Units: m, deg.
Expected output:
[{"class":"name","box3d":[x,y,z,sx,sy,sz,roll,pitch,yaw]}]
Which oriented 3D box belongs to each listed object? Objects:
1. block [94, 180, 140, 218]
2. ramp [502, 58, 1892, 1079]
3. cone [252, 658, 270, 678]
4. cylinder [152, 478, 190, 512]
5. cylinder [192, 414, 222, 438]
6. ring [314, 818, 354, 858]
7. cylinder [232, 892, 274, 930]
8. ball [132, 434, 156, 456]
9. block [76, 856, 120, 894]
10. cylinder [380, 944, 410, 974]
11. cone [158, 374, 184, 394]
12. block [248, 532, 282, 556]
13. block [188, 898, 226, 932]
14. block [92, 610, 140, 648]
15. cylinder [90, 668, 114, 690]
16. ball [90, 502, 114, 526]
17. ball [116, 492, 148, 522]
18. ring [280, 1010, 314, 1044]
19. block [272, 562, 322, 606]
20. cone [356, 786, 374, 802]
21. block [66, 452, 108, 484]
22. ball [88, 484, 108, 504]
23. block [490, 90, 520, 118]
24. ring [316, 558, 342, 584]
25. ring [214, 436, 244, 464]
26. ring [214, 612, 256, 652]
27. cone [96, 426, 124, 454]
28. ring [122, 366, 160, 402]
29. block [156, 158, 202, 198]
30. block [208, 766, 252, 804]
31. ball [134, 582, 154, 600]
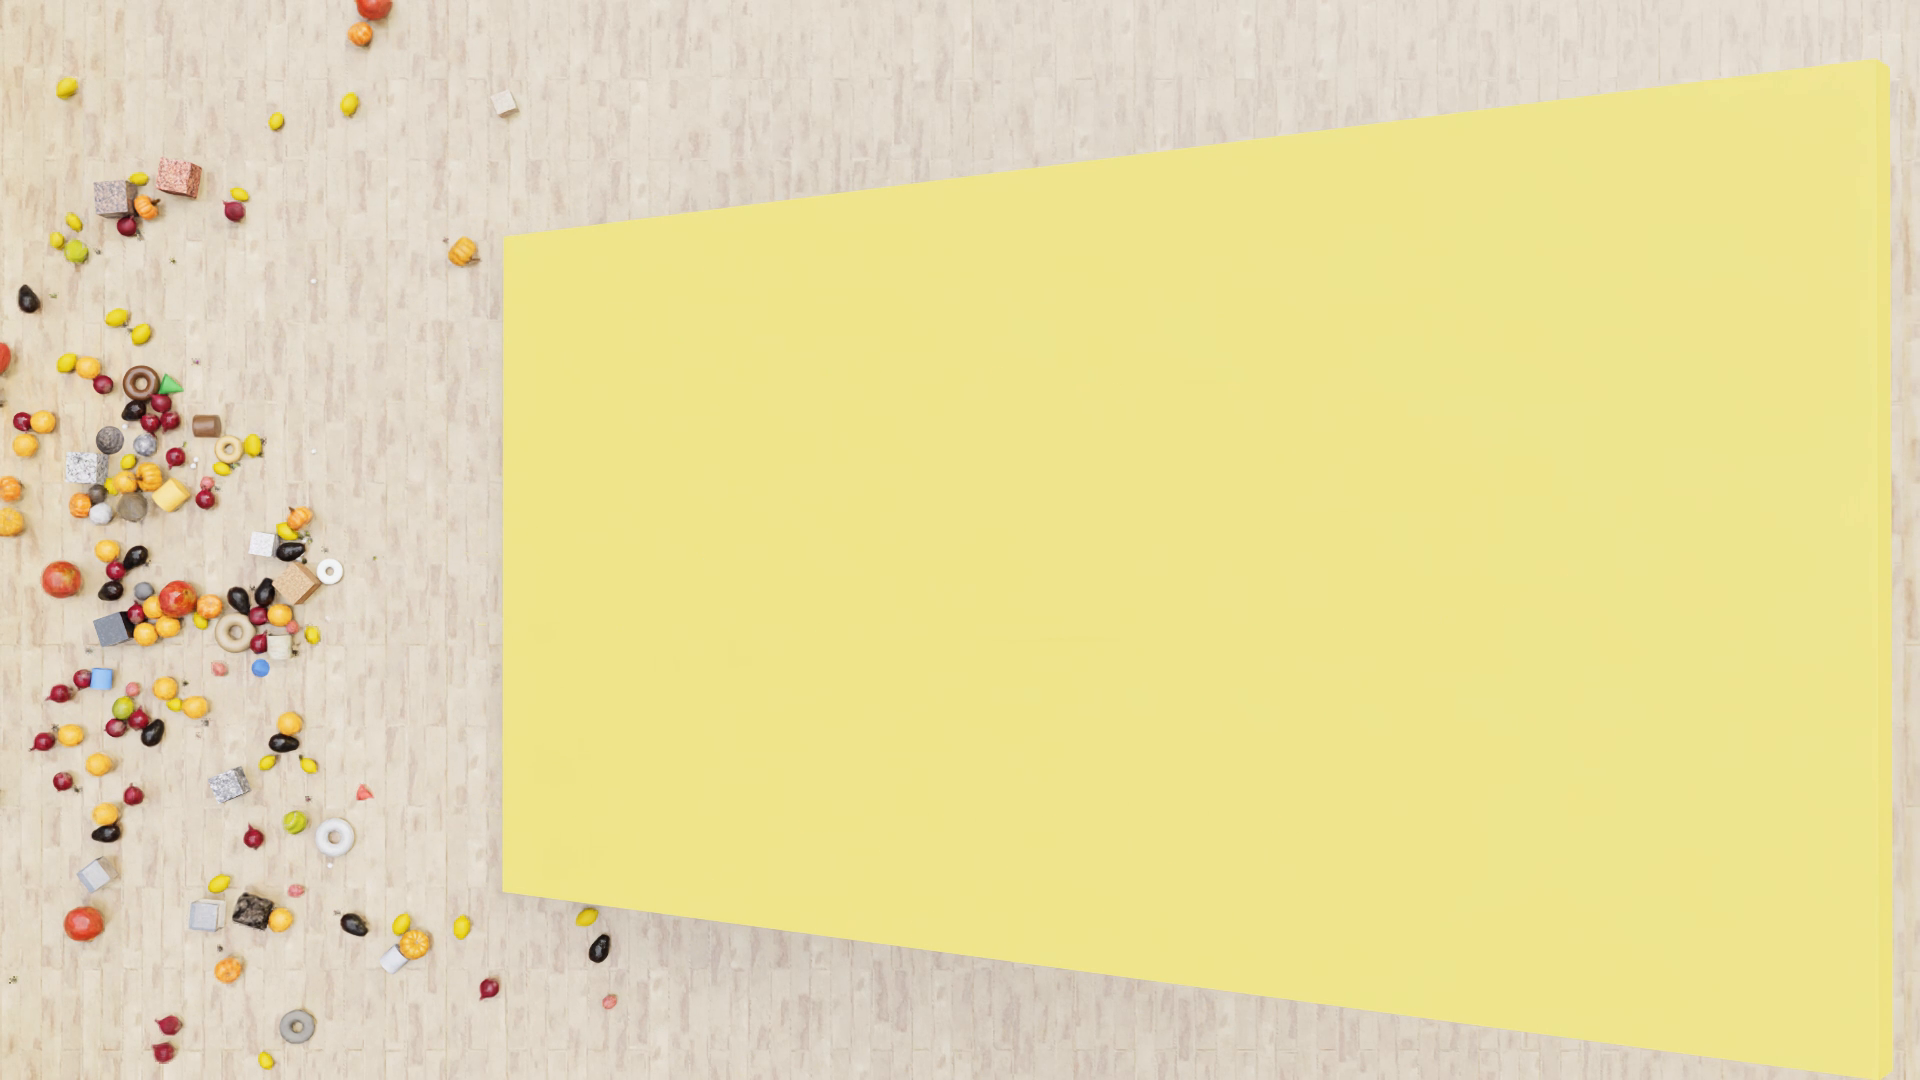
[{"class":"block","box3d":[-2.590,-1.046,6.753,0.098,0.098,0.098,-5,90,0]},{"class":"ramp","box3d":[0.231,0.065,5.549,4.000,0.100,2.000,0,89,37]},{"class":"cone","box3d":[-2.160,0.396,6.763,0.057,0.057,0.057,0,90,0]},{"class":"cylinder","box3d":[-2.425,-0.139,6.757,0.078,0.078,0.078,-41,90,0]},{"class":"cylinder","box3d":[-2.317,-0.351,6.764,0.067,0.067,0.067,-2,90,0]},{"class":"ring","box3d":[-1.925,0.916,6.768,0.121,0.040,0.121,0,88,0]},{"class":"cylinder","box3d":[-2.166,1.138,6.741,0.092,0.092,0.092,17,90,0]},{"class":"ball","box3d":[-2.507,-0.292,6.763,0.068,0.068,0.068,0,90,0]},{"class":"block","box3d":[-2.646,1.027,6.750,0.075,0.075,0.075,-38,90,0]},{"class":"cylinder","box3d":[-1.736,1.287,6.753,0.066,0.066,0.066,-43,90,0]},{"class":"cone","box3d":[-2.425,-0.471,6.783,0.070,0.070,0.070,17,90,-26]},{"class":"block","box3d":[-2.136,0.013,6.760,0.069,0.069,0.069,9,90,0]},{"class":"block","box3d":[-2.308,1.151,6.746,0.082,0.082,0.082,6,90,0]},{"class":"block","box3d":[-2.591,0.273,6.750,0.086,0.086,0.086,-20,90,0]},{"class":"cylinder","box3d":[-2.639,0.427,6.762,0.060,0.060,0.060,10,79,0]},{"class":"ball","box3d":[-2.639,-0.080,6.761,0.068,0.068,0.068,0,90,0]},{"class":"ball","box3d":[-2.539,-0.100,6.750,0.092,0.092,0.092,0,90,0]},{"class":"ring","box3d":[-2.038,1.498,6.762,0.106,0.035,0.106,-1,95,-8]},{"class":"block","box3d":[-2.033,0.134,6.748,0.092,0.092,0.092,45,90,0]},{"class":"cone","box3d":[-1.827,0.787,6.777,0.052,0.052,0.052,21,90,-27]},{"class":"block","box3d":[-2.679,-0.220,6.750,0.093,0.093,0.093,3,90,0]},{"class":"ball","box3d":[-2.653,-0.142,6.768,0.056,0.056,0.056,0,90,0]},{"class":"block","box3d":[-1.401,-1.343,6.774,0.060,0.060,0.060,-22,90,0]},{"class":"ring","box3d":[-1.943,0.097,6.781,0.081,0.027,0.081,0,88,0]},{"class":"ring","box3d":[-2.255,-0.279,6.782,0.089,0.030,0.089,0,91,1]},{"class":"ring","box3d":[-2.232,0.285,6.772,0.126,0.042,0.126,0,91,-1]},{"class":"cone","box3d":[-2.627,-0.308,6.753,0.088,0.088,0.088,0,90,0]},{"class":"ring","box3d":[-2.524,-0.482,6.780,0.115,0.038,0.115,0,88,0]},{"class":"block","box3d":[-2.400,-1.112,6.755,0.096,0.096,0.096,9,90,0]},{"class":"block","box3d":[-2.241,0.752,6.748,0.082,0.082,0.082,-23,90,0]},{"class":"ball","box3d":[-2.512,0.157,6.765,0.058,0.058,0.058,0,90,0]}]
